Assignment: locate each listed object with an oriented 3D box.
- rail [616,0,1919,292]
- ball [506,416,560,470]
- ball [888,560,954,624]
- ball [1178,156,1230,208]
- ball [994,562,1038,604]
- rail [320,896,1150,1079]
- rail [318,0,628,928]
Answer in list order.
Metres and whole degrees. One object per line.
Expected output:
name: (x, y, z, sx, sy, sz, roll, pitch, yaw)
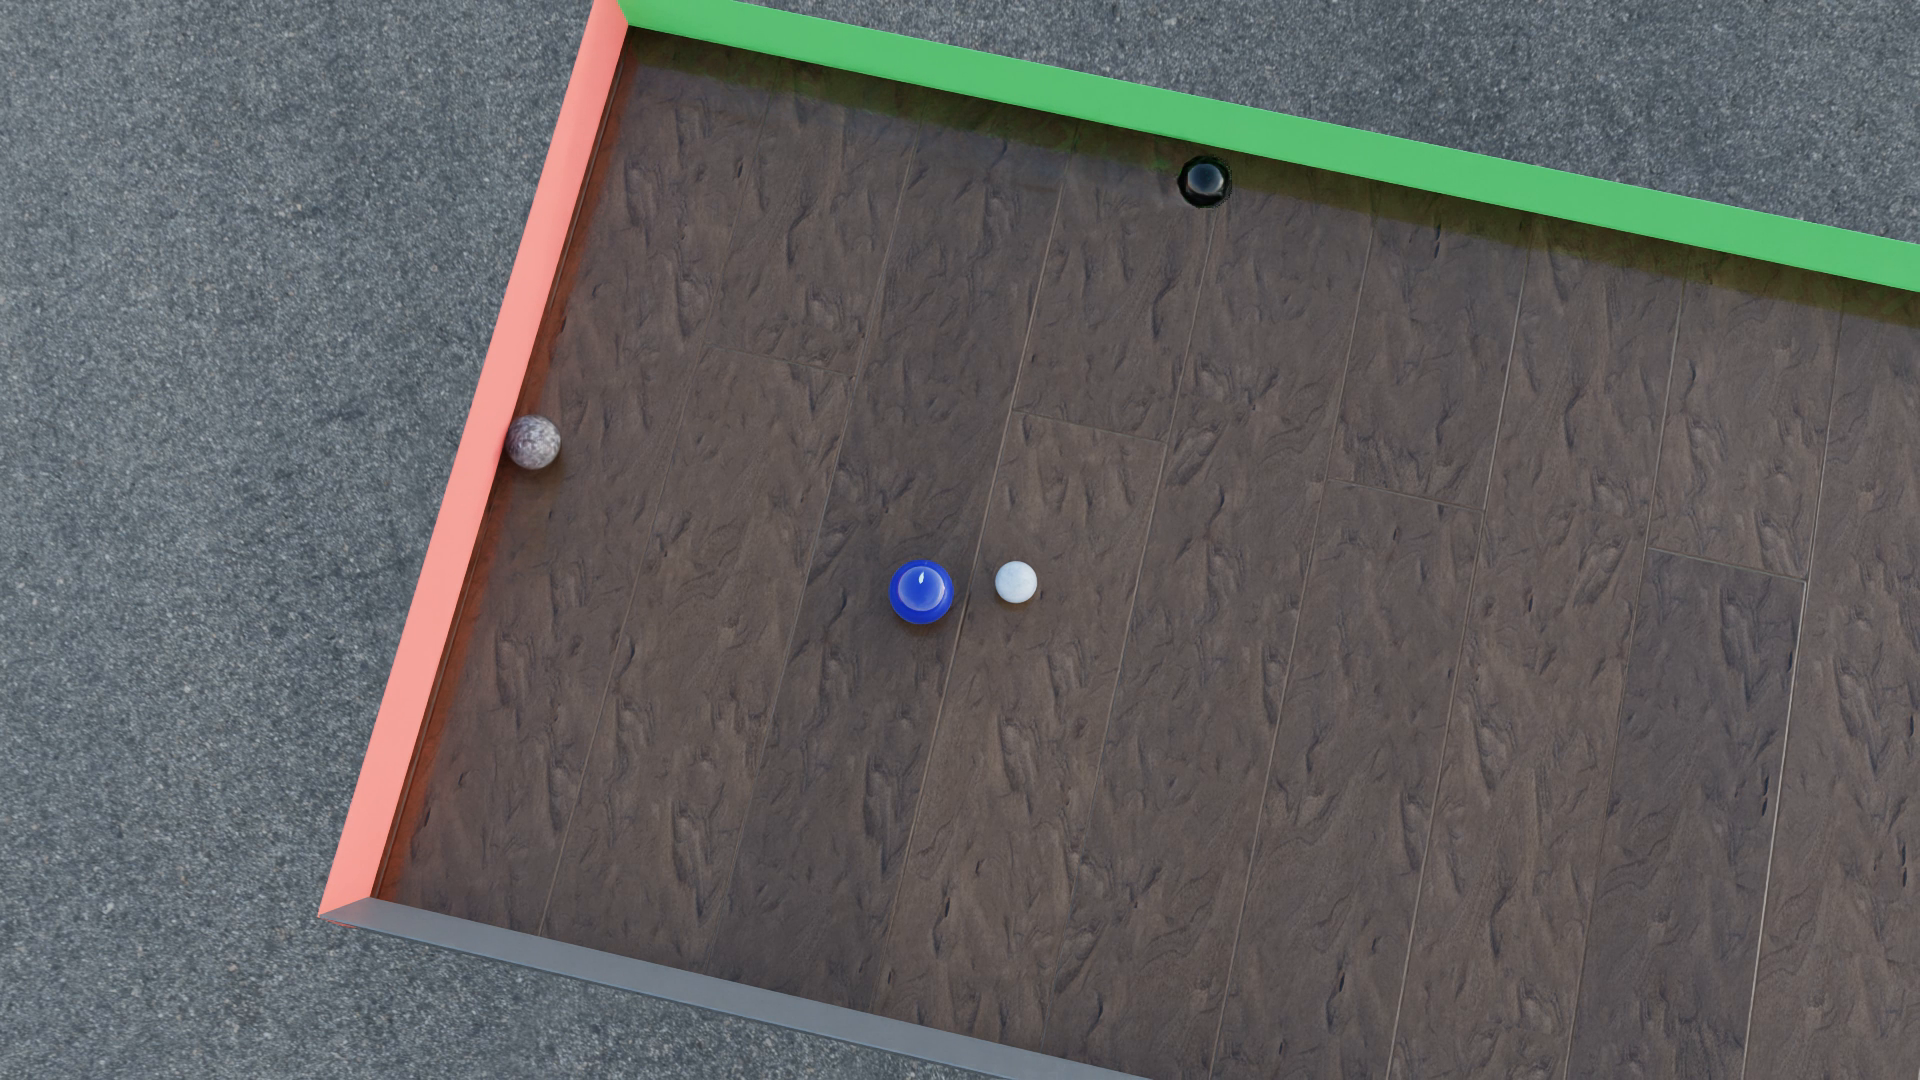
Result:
rail: (0.905, -0.540, 3.473, 3.039, 0.128, 0.045, 12, 75, 3)
ball: (-0.659, -0.150, 3.389, 0.083, 0.083, 0.083, 0, 75, 0)
ball: (-0.059, 0.078, 3.318, 0.099, 0.099, 0.099, 0, 75, 0)
ball: (0.390, -0.571, 3.506, 0.083, 0.083, 0.083, 0, 75, 0)
ball: (0.085, 0.064, 3.340, 0.064, 0.064, 0.064, 0, 75, 0)
rail: (0.576, 0.853, 3.088, 3.039, 0.128, 0.045, 12, 75, 3)
rail: (-0.718, -0.164, 3.369, 0.045, 0.128, 1.529, 12, 75, 3)
